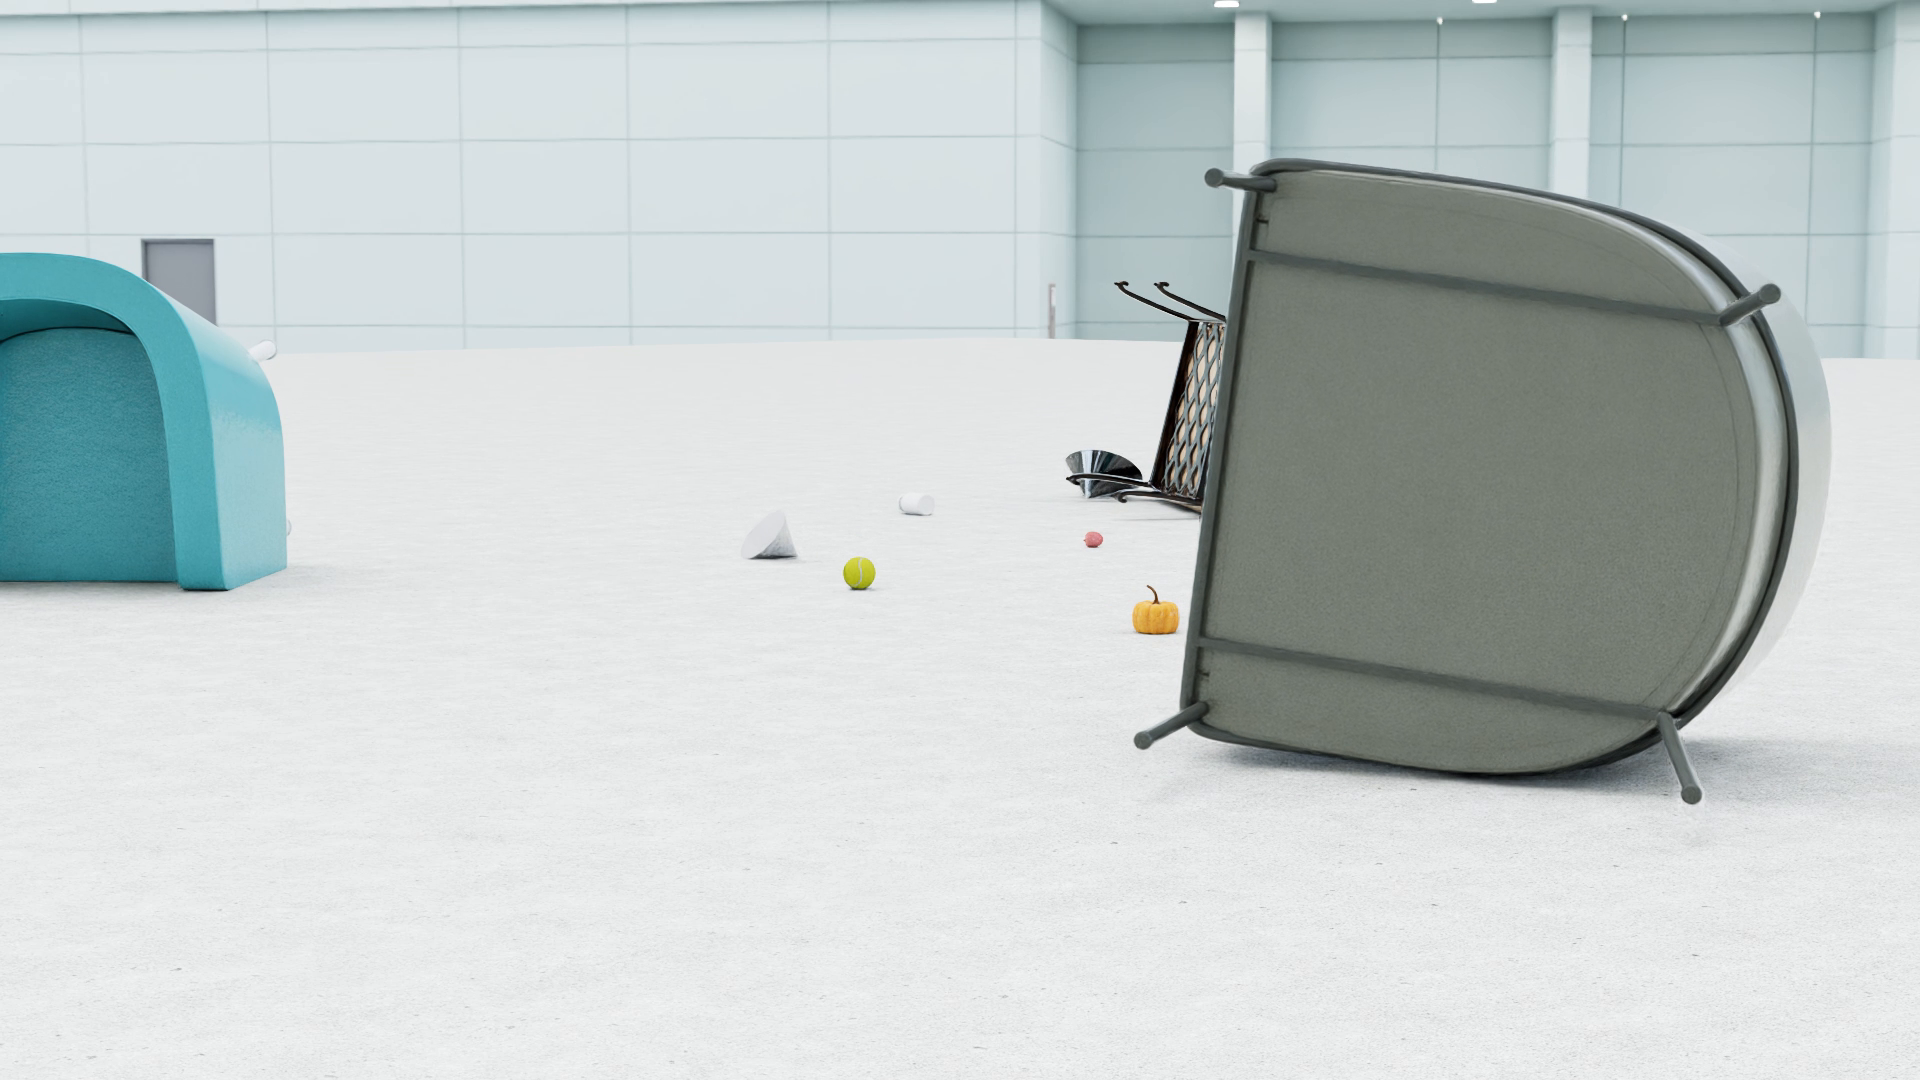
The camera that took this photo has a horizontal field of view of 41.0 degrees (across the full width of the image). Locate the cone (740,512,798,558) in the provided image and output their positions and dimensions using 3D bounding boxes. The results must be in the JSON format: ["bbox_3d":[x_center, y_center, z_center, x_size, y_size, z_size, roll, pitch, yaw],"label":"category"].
[{"bbox_3d":[-0.420,0.014,6.003,0.107,0.116,0.176,33,-39,-26],"label":"cone"}]

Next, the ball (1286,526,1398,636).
[{"bbox_3d":[0.699,0.075,4.692,0.204,0.204,0.204,0,6,0],"label":"ball"}]

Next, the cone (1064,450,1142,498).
[{"bbox_3d":[0.401,-0.162,7.634,0.282,0.188,0.112,-1,44,42],"label":"cone"}]
